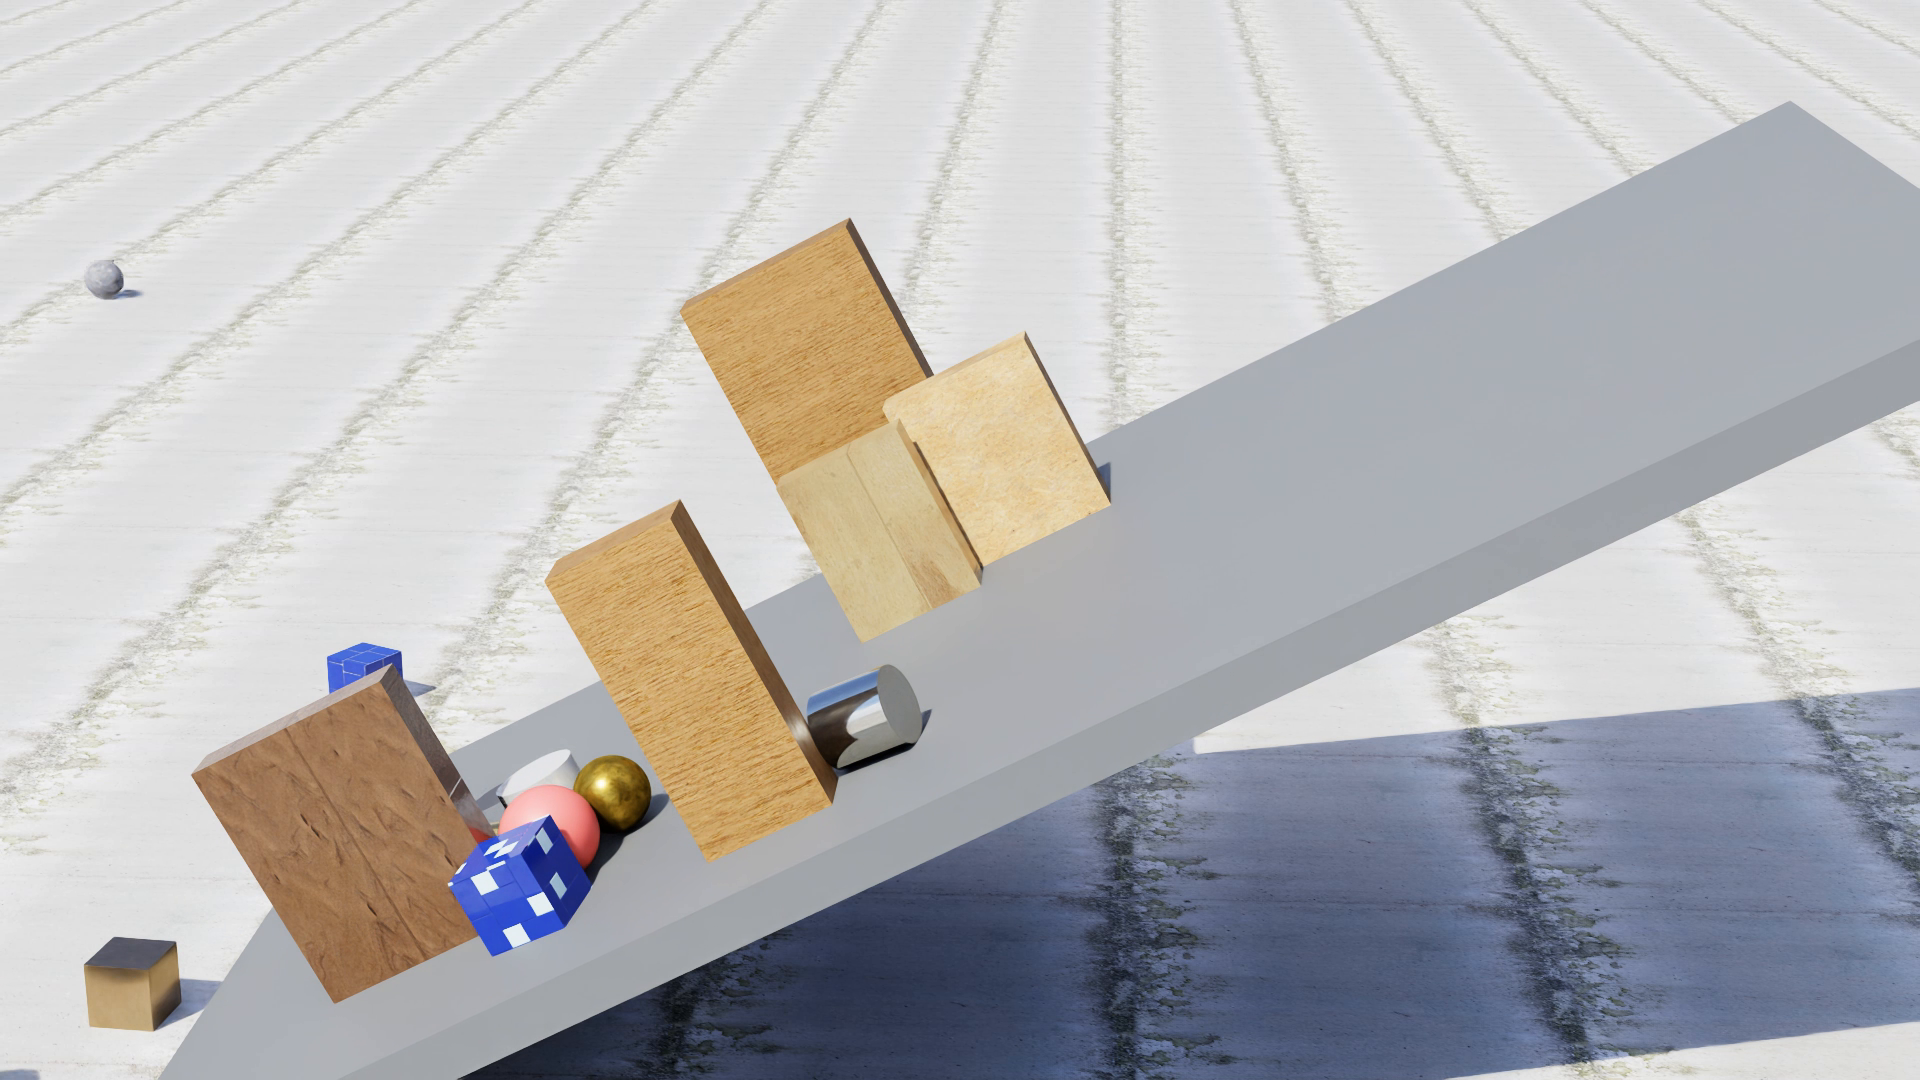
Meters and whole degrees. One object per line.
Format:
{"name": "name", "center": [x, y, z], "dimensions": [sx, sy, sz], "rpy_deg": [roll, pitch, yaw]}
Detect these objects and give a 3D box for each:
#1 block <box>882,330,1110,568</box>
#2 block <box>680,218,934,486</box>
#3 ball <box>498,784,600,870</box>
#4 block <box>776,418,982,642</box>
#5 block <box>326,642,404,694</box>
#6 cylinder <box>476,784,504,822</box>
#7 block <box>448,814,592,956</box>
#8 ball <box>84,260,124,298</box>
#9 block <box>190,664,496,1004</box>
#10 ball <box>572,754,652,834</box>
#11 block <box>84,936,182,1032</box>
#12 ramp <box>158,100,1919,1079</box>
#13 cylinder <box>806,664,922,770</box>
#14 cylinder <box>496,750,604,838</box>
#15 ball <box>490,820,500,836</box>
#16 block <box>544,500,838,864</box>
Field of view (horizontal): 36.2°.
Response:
{"name": "block", "center": [0.085, -0.197, 6.595], "dimensions": [0.353, 0.426, 0.088], "rpy_deg": [-26, 14, 10]}
{"name": "block", "center": [-0.274, -0.309, 6.946], "dimensions": [0.440, 0.781, 0.121], "rpy_deg": [-26, 14, 10]}
{"name": "ball", "center": [-0.835, 0.600, 5.981], "dimensions": [0.205, 0.205, 0.205], "rpy_deg": [0, 17, 0]}
{"name": "block", "center": [-0.176, -0.019, 6.514], "dimensions": [0.300, 0.401, 0.098], "rpy_deg": [-26, 14, 10]}
{"name": "block", "center": [-1.730, 0.403, 8.565], "dimensions": [0.151, 0.151, 0.151], "rpy_deg": [10, 20, 30]}
{"name": "cylinder", "center": [-0.956, 0.606, 6.325], "dimensions": [0.143, 0.143, 0.143], "rpy_deg": [-27, 14, 7]}
{"name": "block", "center": [-0.867, 0.682, 5.812], "dimensions": [0.174, 0.174, 0.174], "rpy_deg": [-23, 15, 20]}
{"name": "ball", "center": [-4.024, -1.224, 13.833], "dimensions": [0.177, 0.177, 0.177], "rpy_deg": [0, 17, 0]}
{"name": "block", "center": [-1.210, 0.598, 5.965], "dimensions": [0.445, 0.562, 0.110], "rpy_deg": [-26, 14, 10]}
{"name": "ball", "center": [-0.723, 0.528, 6.108], "dimensions": [0.163, 0.163, 0.163], "rpy_deg": [0, 17, 0]}
{"name": "block", "center": [-1.861, 0.999, 6.619], "dimensions": [0.152, 0.152, 0.152], "rpy_deg": [3, 17, 9]}
{"name": "ramp", "center": [0.140, 0.167, 6.281], "dimensions": [4.000, 0.100, 2.000], "rpy_deg": [-26, 14, 10]}
{"name": "cylinder", "center": [-0.186, 0.345, 5.725], "dimensions": [0.162, 0.162, 0.162], "rpy_deg": [-22, 8, 23]}
{"name": "cylinder", "center": [-0.857, 0.565, 6.206], "dimensions": [0.177, 0.177, 0.177], "rpy_deg": [-27, 14, 7]}
{"name": "ball", "center": [-0.948, 0.658, 6.106], "dimensions": [0.151, 0.151, 0.151], "rpy_deg": [0, 17, 0]}
{"name": "block", "center": [-0.507, 0.271, 5.615], "dimensions": [0.272, 0.637, 0.133], "rpy_deg": [-26, 14, 10]}
